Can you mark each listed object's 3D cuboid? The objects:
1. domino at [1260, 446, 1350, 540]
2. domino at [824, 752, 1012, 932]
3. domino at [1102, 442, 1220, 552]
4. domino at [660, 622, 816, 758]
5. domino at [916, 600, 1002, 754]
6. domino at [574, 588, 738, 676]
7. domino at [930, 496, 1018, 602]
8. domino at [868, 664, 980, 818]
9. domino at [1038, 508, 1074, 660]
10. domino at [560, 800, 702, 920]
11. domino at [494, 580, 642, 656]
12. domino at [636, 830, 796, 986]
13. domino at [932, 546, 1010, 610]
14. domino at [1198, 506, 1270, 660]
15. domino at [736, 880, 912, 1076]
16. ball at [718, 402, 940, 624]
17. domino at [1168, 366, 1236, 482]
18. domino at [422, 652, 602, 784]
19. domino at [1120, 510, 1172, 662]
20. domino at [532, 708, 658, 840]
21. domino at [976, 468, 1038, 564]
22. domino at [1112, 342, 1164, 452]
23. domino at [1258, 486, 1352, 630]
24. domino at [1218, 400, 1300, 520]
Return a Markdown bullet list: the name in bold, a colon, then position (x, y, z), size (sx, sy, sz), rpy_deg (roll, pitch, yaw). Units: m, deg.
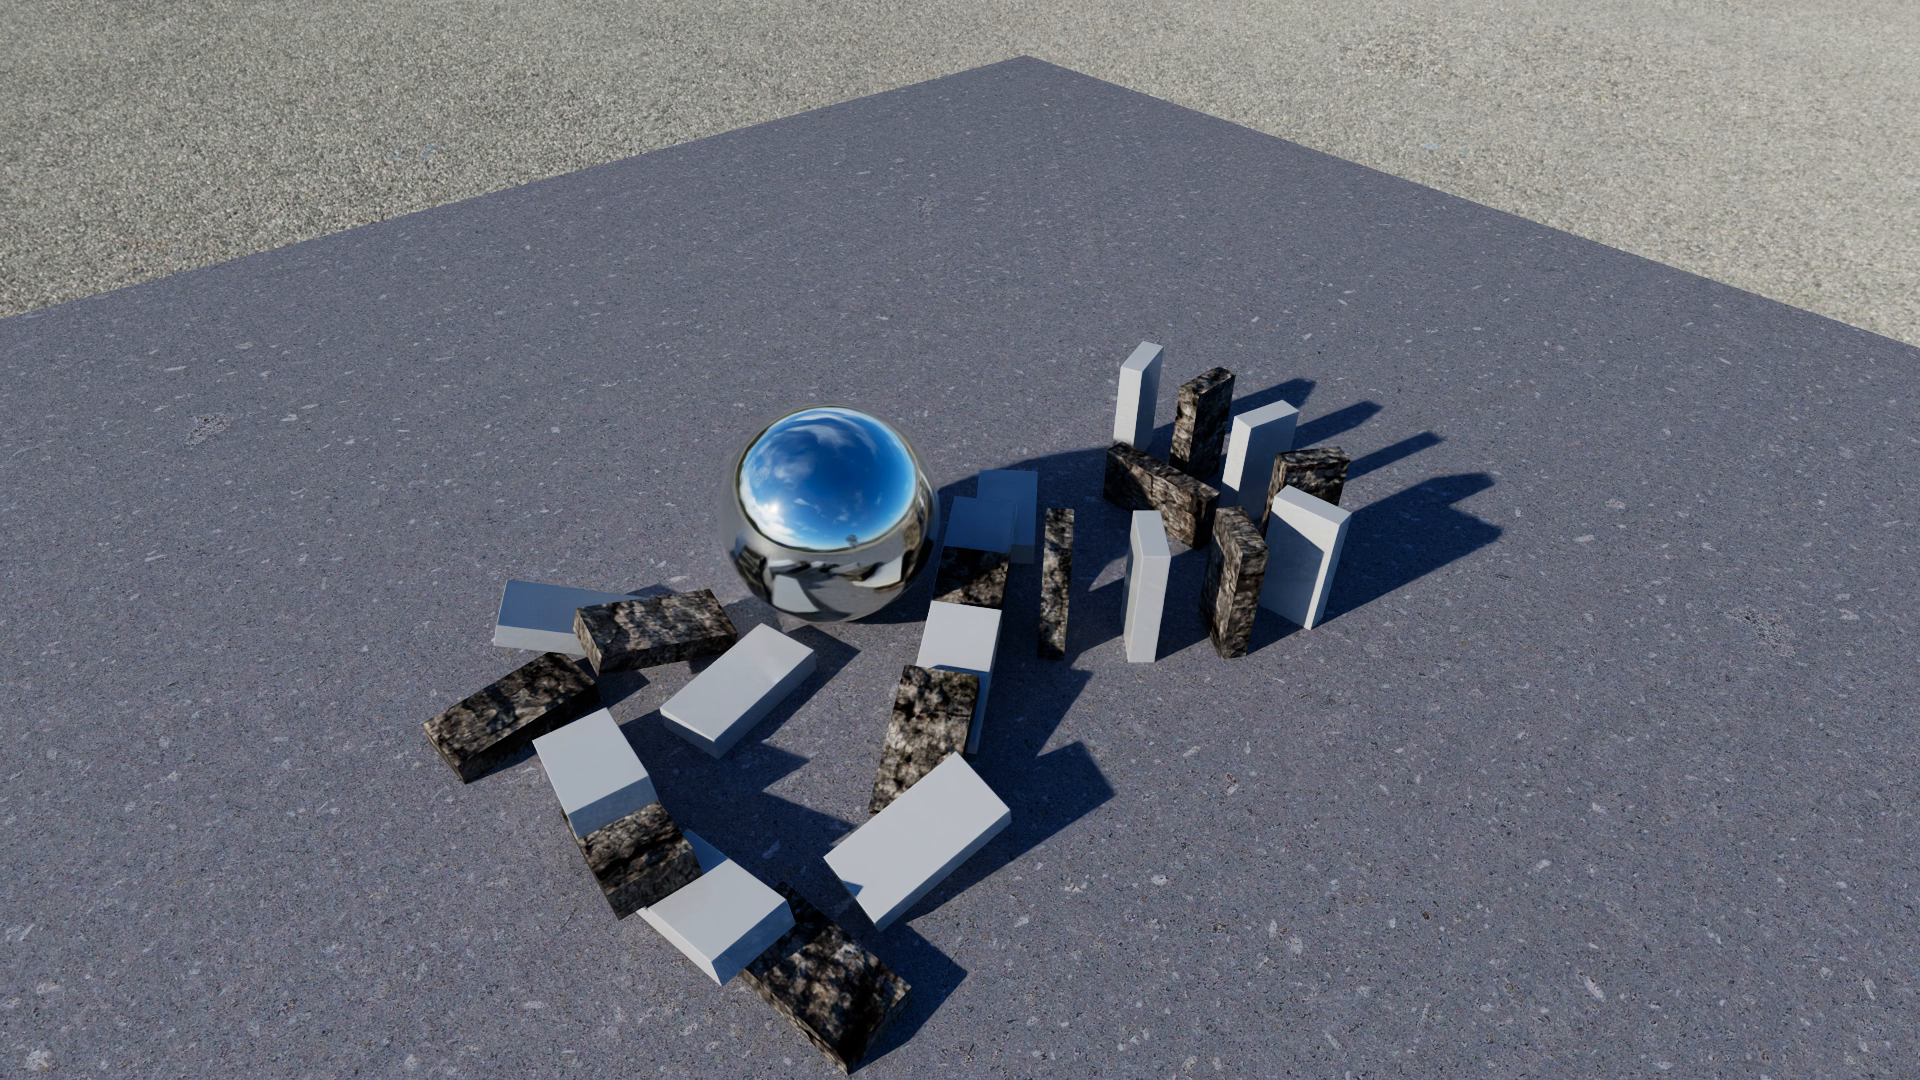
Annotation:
- **domino**: position (0.132, -0.012, 0.426), size (0.025, 0.050, 0.009), rpy_deg (-6, 40, -8)
- **domino**: position (-0.012, 0.088, 0.324), size (0.050, 0.010, 0.025), rpy_deg (-36, 58, -19)
- **domino**: position (0.082, -0.019, 0.454), size (0.009, 0.025, 0.050), rpy_deg (-32, 49, -33)
- **domino**: position (-0.076, 0.051, 0.381), size (0.025, 0.009, 0.050), rpy_deg (23, 45, 26)
- **domino**: position (-0.002, 0.046, 0.375), size (0.025, 0.010, 0.050), rpy_deg (8, 58, 9)
- **domino**: position (-0.108, 0.032, 0.390), size (0.050, 0.009, 0.025), rpy_deg (-8, 42, -38)
- **domino**: position (0.006, 0.007, 0.425), size (0.025, 0.010, 0.050), rpy_deg (7, 56, 8)
- **domino**: position (-0.011, 0.066, 0.352), size (0.025, 0.010, 0.050), rpy_deg (8, 57, 9)
- **domino**: position (0.034, 0.016, 0.392), size (0.009, 0.050, 0.025), rpy_deg (4, 39, 4)
- **domino**: position (-0.098, 0.088, 0.324), size (0.025, 0.009, 0.050), rpy_deg (-25, 28, -26)
- **domino**: position (-0.138, 0.029, 0.395), size (0.050, 0.009, 0.025), rpy_deg (9, 34, -19)
- **domino**: position (-0.072, 0.102, 0.309), size (0.050, 0.010, 0.025), rpy_deg (16, 39, 43)
- **domino**: position (0.002, 0.027, 0.399), size (0.025, 0.009, 0.050), rpy_deg (7, 57, 8)
- **domino**: position (0.097, 0.016, 0.392), size (0.009, 0.050, 0.025), rpy_deg (-6, 40, -8)
- **domino**: position (-0.040, 0.118, 0.299), size (0.050, 0.010, 0.025), rpy_deg (28, 47, 30)
- **ball**: position (-0.047, -0.010, 0.400), size (0.080, 0.080, 0.080), rpy_deg (0, 39, 0)
- **domino**: position (0.102, -0.046, 0.468), size (0.025, 0.050, 0.009), rpy_deg (-30, 48, -32)
- **domino**: position (-0.151, 0.058, 0.372), size (0.025, 0.010, 0.050), rpy_deg (31, 49, 32)
- **domino**: position (0.065, 0.017, 0.391), size (0.009, 0.050, 0.025), rpy_deg (0, 39, 0)
- **domino**: position (-0.115, 0.072, 0.344), size (0.025, 0.009, 0.050), rpy_deg (-24, 28, -24)
- **domino**: position (0.019, -0.010, 0.456), size (0.025, 0.010, 0.050), rpy_deg (3, 39, 4)
- **domino**: position (0.078, -0.059, 0.483), size (0.010, 0.050, 0.025), rpy_deg (20, 43, 22)
- **domino**: position (0.124, 0.007, 0.403), size (0.025, 0.050, 0.009), rpy_deg (29, 48, 31)
- **domino**: position (0.121, -0.030, 0.449), size (0.025, 0.050, 0.009), rpy_deg (-20, 43, -22)
